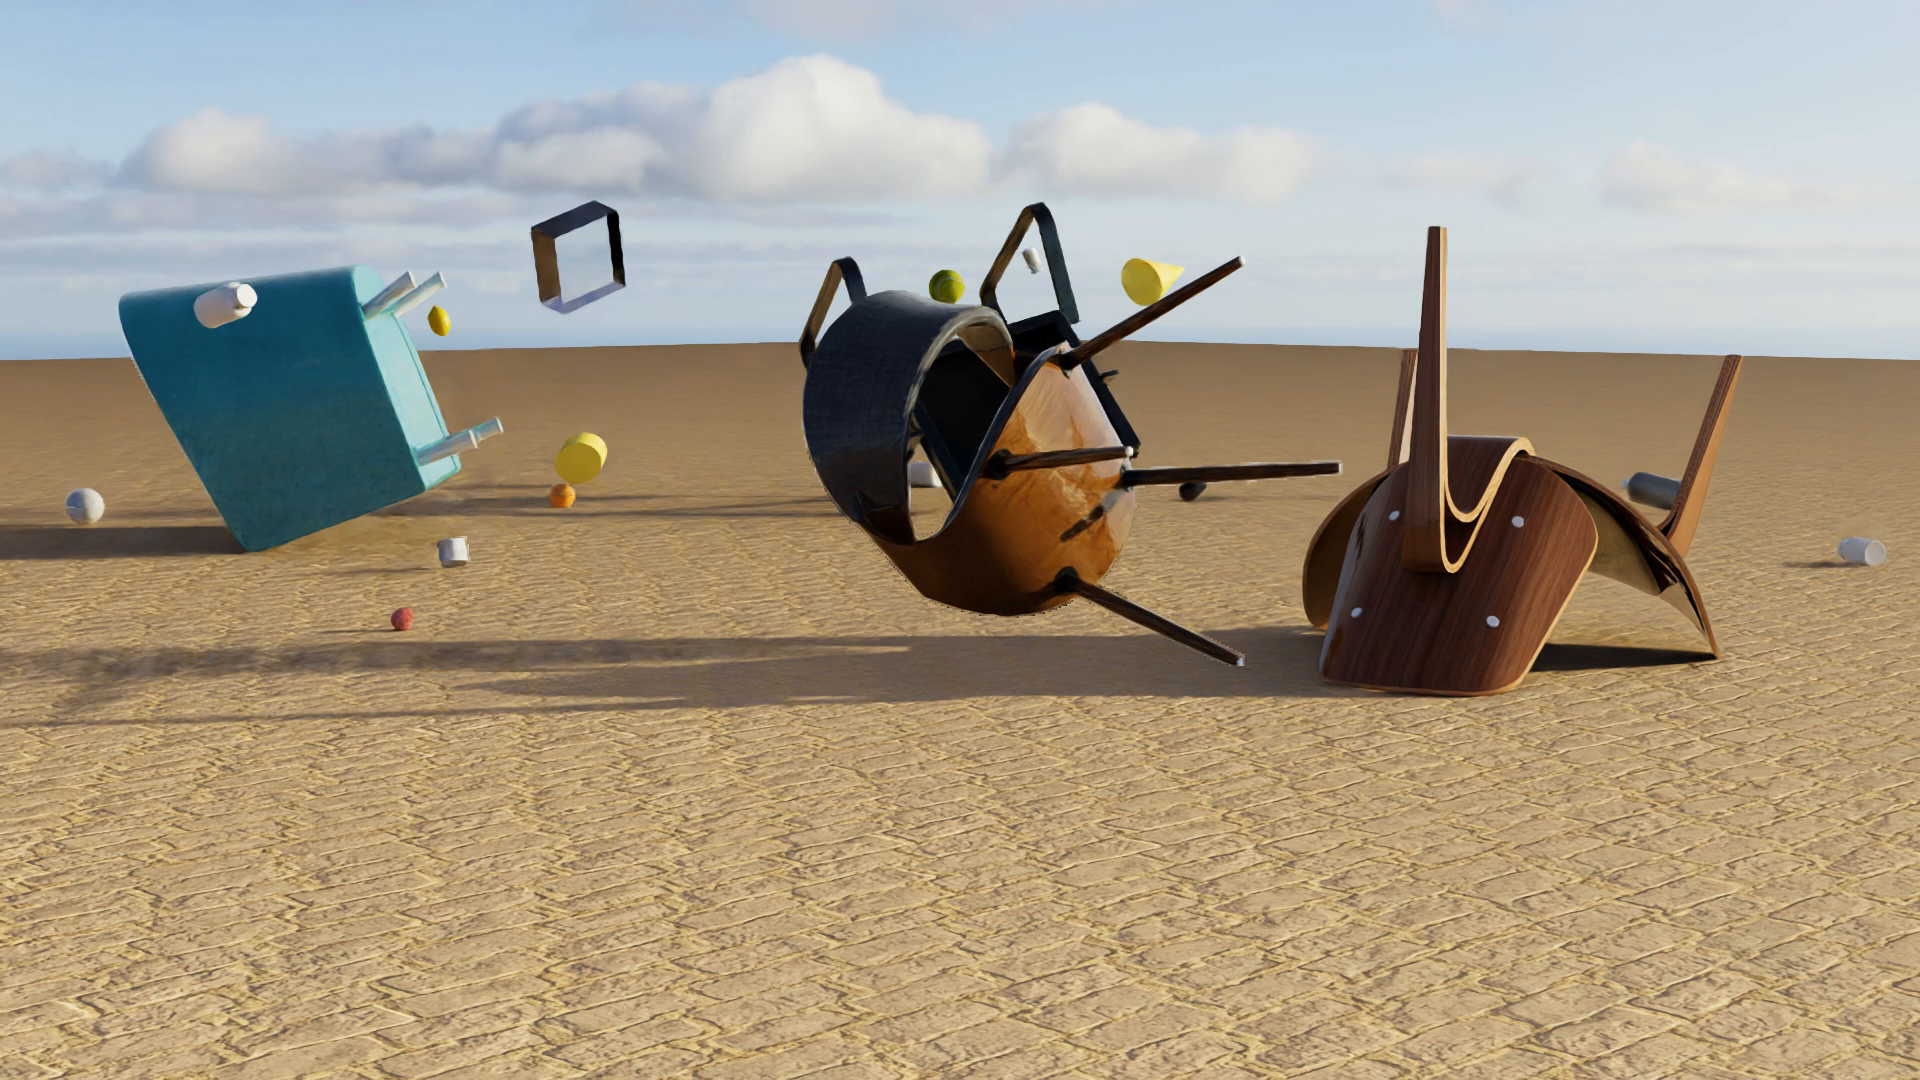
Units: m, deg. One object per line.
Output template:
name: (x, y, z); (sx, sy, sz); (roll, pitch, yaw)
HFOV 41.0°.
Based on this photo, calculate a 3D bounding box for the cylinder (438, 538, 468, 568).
cylinder: (-1.142, 0.029, 5.778); (0.061, 0.051, 0.080); (-11, -10, 1)

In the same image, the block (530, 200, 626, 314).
block: (-1.062, -0.787, 7.147); (0.105, 0.236, 0.224); (27, 43, 36)

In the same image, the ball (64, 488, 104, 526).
ball: (-2.318, -0.089, 6.794); (0.099, 0.099, 0.099); (0, 6, 0)

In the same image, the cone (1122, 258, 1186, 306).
cone: (0.615, -0.797, 7.724); (0.205, 0.144, 0.164); (-22, 41, -40)

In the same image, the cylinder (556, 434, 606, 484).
cylinder: (-1.191, -0.257, 8.068); (0.147, 0.129, 0.136); (-20, 15, 5)

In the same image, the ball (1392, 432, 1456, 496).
ball: (1.392, -0.228, 7.692); (0.192, 0.192, 0.192); (0, 6, 0)
